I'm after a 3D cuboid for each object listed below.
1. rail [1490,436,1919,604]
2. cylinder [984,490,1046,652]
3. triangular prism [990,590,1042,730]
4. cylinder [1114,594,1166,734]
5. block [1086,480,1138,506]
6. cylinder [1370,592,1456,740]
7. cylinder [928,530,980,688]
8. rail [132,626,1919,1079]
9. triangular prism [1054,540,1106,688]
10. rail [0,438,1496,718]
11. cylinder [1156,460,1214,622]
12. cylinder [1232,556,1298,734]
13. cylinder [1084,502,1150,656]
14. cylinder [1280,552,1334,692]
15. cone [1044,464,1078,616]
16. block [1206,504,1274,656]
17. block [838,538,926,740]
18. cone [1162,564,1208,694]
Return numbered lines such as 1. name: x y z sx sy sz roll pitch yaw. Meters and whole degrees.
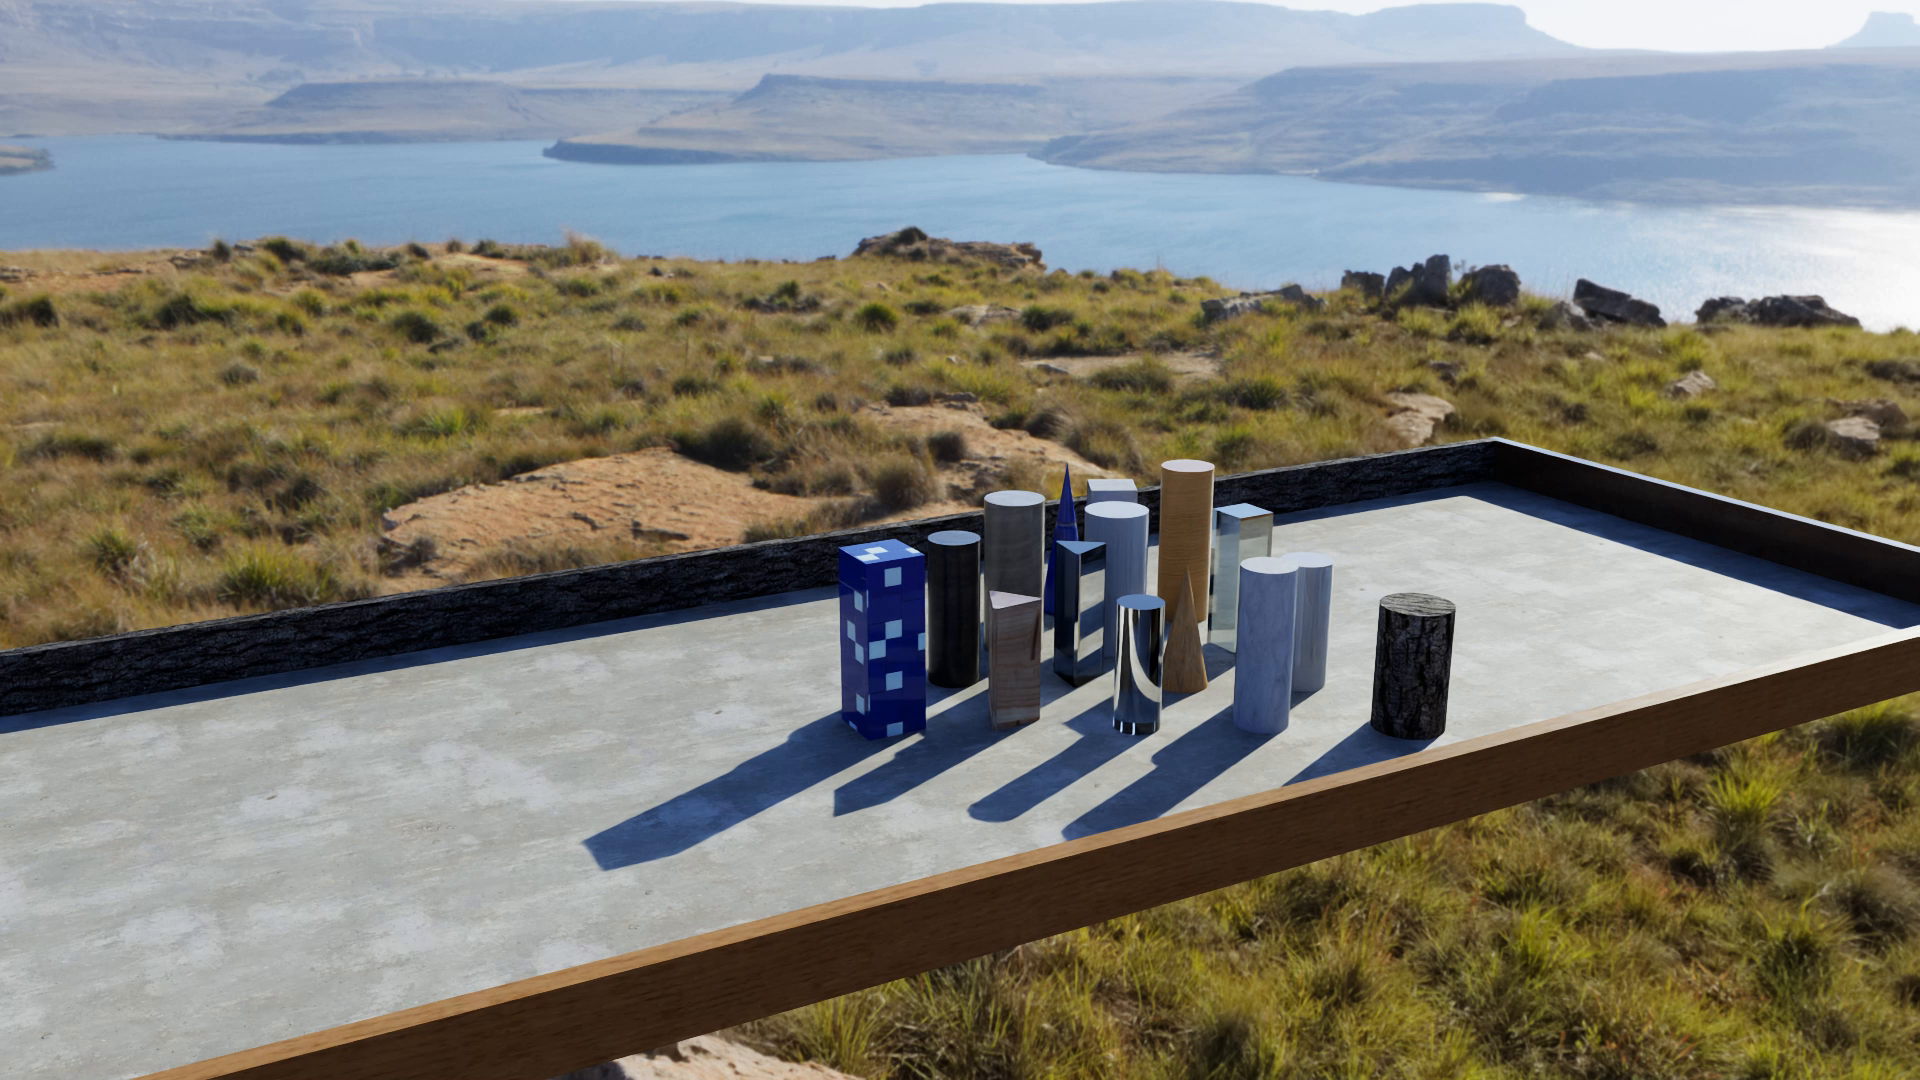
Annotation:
1. rail: 2.466 -0.048 5.253 0.050 0.150 2.100 -9 18 -27
2. cylinder: 0.142 0.088 4.330 0.158 0.409 0.158 0 16 0
3. triangular prism: 0.103 0.277 3.879 0.132 0.301 0.115 -11 19 -32
4. cylinder: 0.415 0.289 3.829 0.112 0.306 0.112 0 16 0
5. block: 0.446 -0.017 4.877 0.133 0.302 0.133 0 16 -1
6. cylinder: 1.051 0.292 3.830 0.170 0.300 0.170 0 16 0
7. cylinder: -0.015 0.172 4.111 0.130 0.371 0.130 0 16 0
8. rail: -2.336 1.006 1.665 12.000 0.150 0.050 -9 18 -27
9. triangular prism: 0.282 0.178 4.133 0.107 0.347 0.123 12 20 36
10. rail: -3.305 0.497 3.399 12.000 0.150 0.050 -9 18 -27
11. cylinder: 0.624 0.004 4.572 0.144 0.433 0.144 0 16 0
12. cylinder: 0.709 0.244 3.834 0.131 0.389 0.131 0 16 0
13. cylinder: 0.408 0.102 4.340 0.167 0.377 0.167 0 16 0
14. cylinder: 0.853 0.202 4.097 0.130 0.321 0.130 0 16 0
15. cone: 0.297 -0.008 4.620 0.139 0.430 0.139 0 16 0
16. block: 0.737 0.102 4.345 0.110 0.373 0.110 -10 19 -29
17. block: -0.180 0.229 3.822 0.147 0.425 0.147 -9 19 -28
18. cone: 0.557 0.207 4.084 0.127 0.319 0.127 0 16 0
